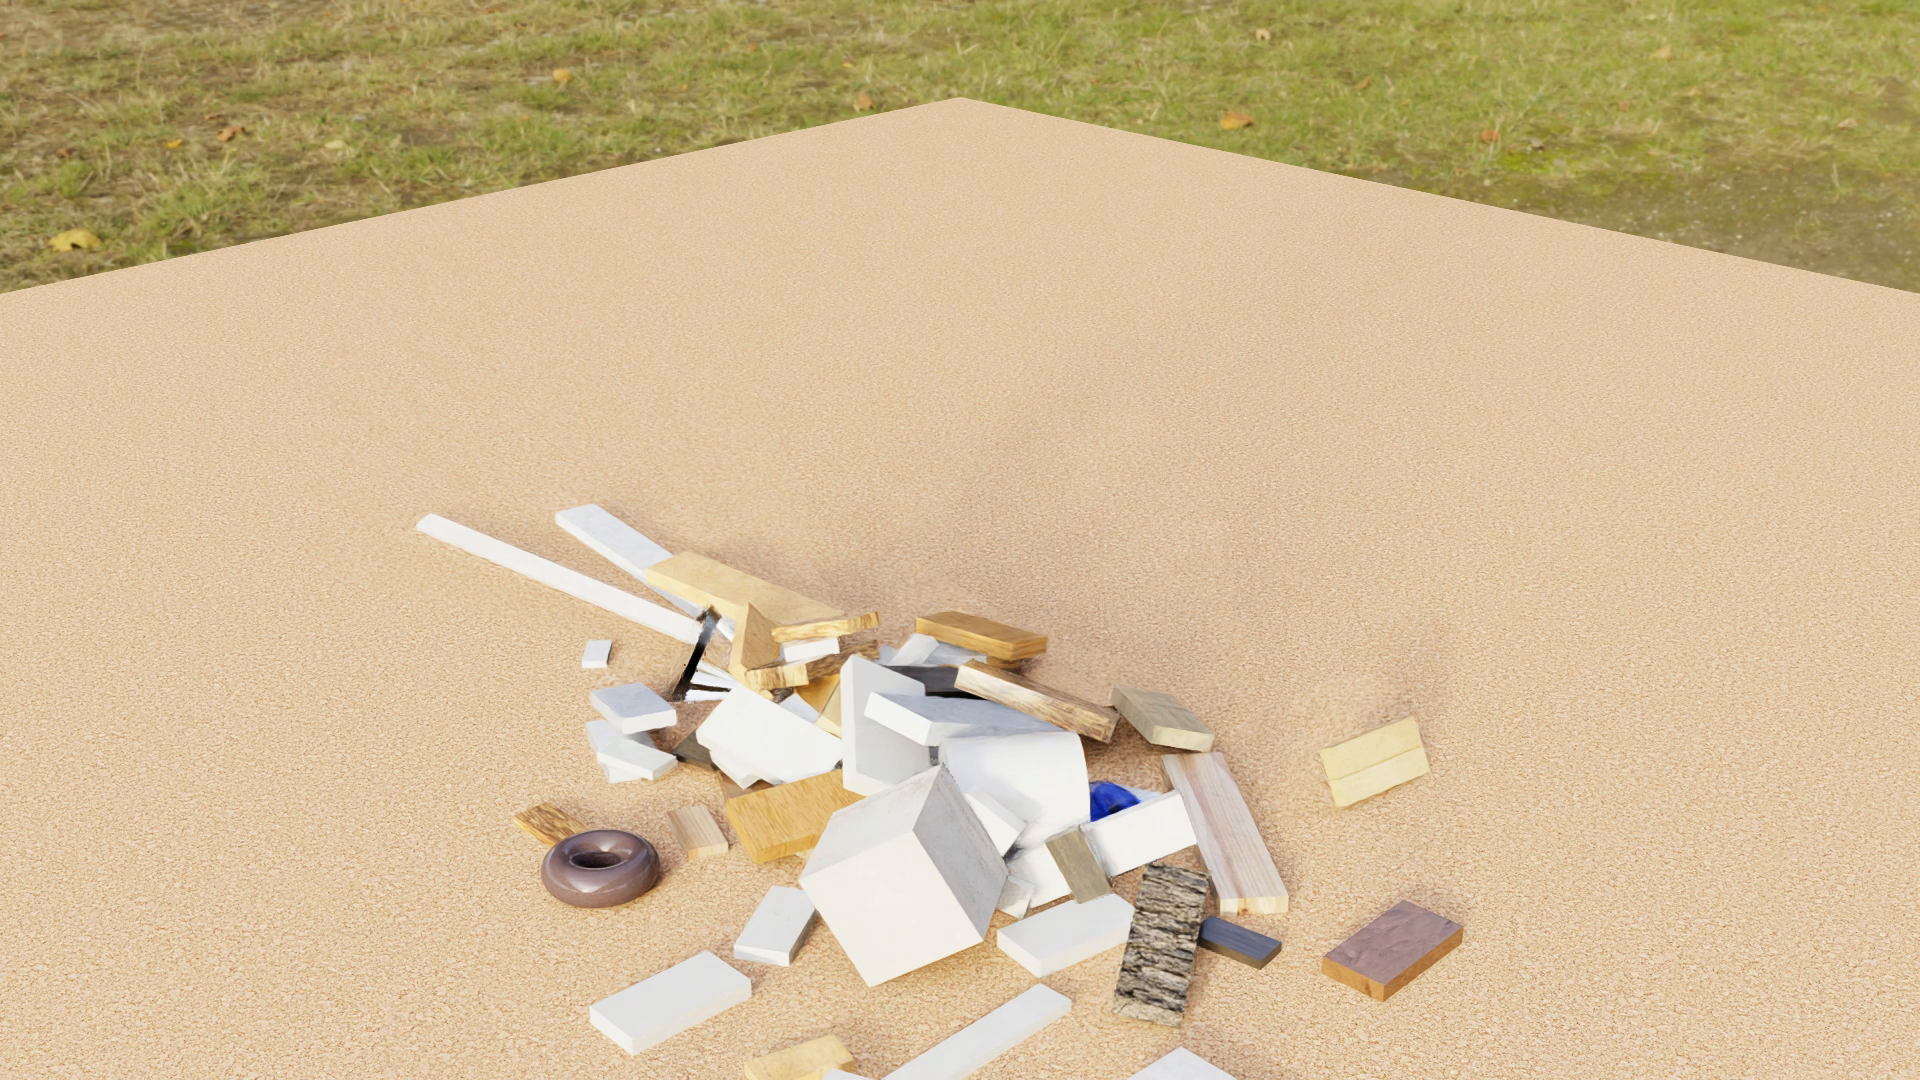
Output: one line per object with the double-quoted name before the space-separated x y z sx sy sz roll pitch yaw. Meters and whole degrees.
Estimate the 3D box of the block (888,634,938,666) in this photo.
"block" -0.127 0.282 4.912 0.170 0.024 0.085 -49 23 -18

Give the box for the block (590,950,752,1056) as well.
"block" -0.502 0.803 3.824 0.252 0.036 0.126 -20 30 -39

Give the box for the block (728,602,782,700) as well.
"block" -0.453 0.250 4.877 0.033 0.117 0.233 -32 28 19

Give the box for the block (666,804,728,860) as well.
"block" -0.523 0.579 4.366 0.080 0.023 0.160 -9 25 -21

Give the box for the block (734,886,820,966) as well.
"block" -0.331 0.710 4.051 0.104 0.029 0.208 6 24 14

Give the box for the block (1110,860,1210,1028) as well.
"block" 0.363 0.718 3.948 0.121 0.034 0.430 11 27 8

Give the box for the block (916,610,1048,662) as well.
"block" 0.048 0.217 5.014 0.273 0.039 0.136 14 14 35

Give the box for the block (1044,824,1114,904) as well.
"block" 0.220 0.599 4.057 0.070 0.140 0.020 -25 15 16

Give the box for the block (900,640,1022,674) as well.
"block" 0.000 0.276 5.062 0.273 0.039 0.136 -1 23 -3

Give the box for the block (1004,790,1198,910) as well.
"block" 0.264 0.581 4.121 0.348 0.104 0.029 -21 14 -2

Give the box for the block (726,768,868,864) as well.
"block" -0.298 0.535 4.302 0.285 0.040 0.143 -13 43 -27

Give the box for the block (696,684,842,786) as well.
"block" -0.379 0.415 4.478 0.285 0.040 0.143 26 56 20

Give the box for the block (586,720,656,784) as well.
"block" -0.714 0.442 4.677 0.114 0.032 0.228 -9 24 -19

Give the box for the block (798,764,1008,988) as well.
"block" -0.097 0.598 3.929 0.240 0.240 0.240 -26 15 21

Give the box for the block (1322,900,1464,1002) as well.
"block" 0.783 0.740 3.971 0.129 0.037 0.258 20 30 39

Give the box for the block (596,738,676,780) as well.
"block" -0.673 0.455 4.578 0.151 0.021 0.076 15 27 31

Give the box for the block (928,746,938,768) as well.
"block" 0.012 0.465 4.544 0.228 0.032 0.114 11 20 -17

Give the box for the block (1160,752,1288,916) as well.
"block" 0.517 0.574 4.362 0.129 0.037 0.563 -3 23 -6

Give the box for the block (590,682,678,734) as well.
"block" -0.710 0.364 4.774 0.117 0.033 0.295 -9 11 -21

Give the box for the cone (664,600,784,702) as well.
"cone" -0.497 0.298 4.915 0.248 0.248 0.248 24 20 -11

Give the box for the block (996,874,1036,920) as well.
"block" -0.037 0.604 4.128 0.370 0.070 0.020 23 29 14

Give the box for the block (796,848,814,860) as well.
"block" -0.246 0.593 4.316 0.130 0.037 0.260 -21 31 -40

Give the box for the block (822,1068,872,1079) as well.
"block" -0.208 0.912 3.527 0.082 0.023 0.165 10 25 22

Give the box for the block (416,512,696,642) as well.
"block" -0.929 0.117 5.421 1.321 0.016 0.056 19 53 38

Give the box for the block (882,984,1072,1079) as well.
"block" -0.044 0.883 3.652 0.075 0.021 0.602 21 31 40

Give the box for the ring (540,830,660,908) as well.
"ring" -0.686 0.625 4.194 0.226 0.075 0.226 0 22 0

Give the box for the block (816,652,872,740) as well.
"block" -0.210 0.336 4.560 0.113 0.032 0.226 35 37 -5

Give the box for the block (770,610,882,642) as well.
"block" -0.299 0.194 4.912 0.226 0.032 0.113 -8 3 37

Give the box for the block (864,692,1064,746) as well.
"block" 0.014 0.372 4.475 0.174 0.049 0.418 23 9 41

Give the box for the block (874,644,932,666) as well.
"block" -0.133 0.299 4.958 0.170 0.024 0.085 21 63 37

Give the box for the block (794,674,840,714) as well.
"block" -0.221 0.400 4.656 0.157 0.044 0.314 -13 40 -22

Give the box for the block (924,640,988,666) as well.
"block" -0.024 0.257 5.026 0.170 0.024 0.085 0 23 -1

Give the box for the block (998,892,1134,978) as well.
"block" 0.207 0.716 4.026 0.252 0.036 0.126 -16 28 -33

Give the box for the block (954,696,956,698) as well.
"block" 0.055 0.389 4.723 0.151 0.021 0.076 20 27 -18

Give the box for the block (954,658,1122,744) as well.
"block" 0.169 0.342 4.701 0.347 0.049 0.174 20 4 7

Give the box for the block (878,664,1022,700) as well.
"block" -0.018 0.318 4.802 0.378 0.032 0.112 4 25 -31

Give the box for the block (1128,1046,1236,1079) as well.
"block" 0.409 0.917 3.554 0.129 0.037 0.258 -20 30 -39

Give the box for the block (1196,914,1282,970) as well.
"block" 0.501 0.733 4.006 0.149 0.021 0.075 16 28 34

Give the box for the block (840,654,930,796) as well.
"block" -0.151 0.392 4.448 0.174 0.049 0.347 24 33 -21

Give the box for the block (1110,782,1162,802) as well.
"block" 0.351 0.531 4.484 0.140 0.020 0.070 10 25 22

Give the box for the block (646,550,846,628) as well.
"block" -0.523 0.138 5.302 0.551 0.040 0.143 19 30 38

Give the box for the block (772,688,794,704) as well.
"block" -0.411 0.368 4.824 0.016 0.056 0.112 42 32 4

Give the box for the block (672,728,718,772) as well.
"block" -0.535 0.441 4.616 0.151 0.021 0.076 8 46 50

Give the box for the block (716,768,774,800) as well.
"block" -0.433 0.490 4.560 0.130 0.037 0.260 -6 24 -14

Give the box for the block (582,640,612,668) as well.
"block" -0.844 0.265 5.117 0.056 0.016 0.112 -1 23 -1

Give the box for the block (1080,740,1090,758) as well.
"block" 0.163 0.444 4.608 0.112 0.032 0.223 20 17 34

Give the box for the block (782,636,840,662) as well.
"block" -0.333 0.236 4.864 0.117 0.033 0.233 -11 3 -6

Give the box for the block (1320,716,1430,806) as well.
"block" 0.857 0.455 4.533 0.241 0.121 0.034 -16 -2 -33

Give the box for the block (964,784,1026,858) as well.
"block" 0.010 0.574 4.062 0.121 0.241 0.034 37 31 6

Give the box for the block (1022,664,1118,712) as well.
"block" 0.240 0.347 4.903 0.114 0.032 0.228 -13 26 -28

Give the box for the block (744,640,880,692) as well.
"block" -0.322 0.275 4.826 0.157 0.044 0.314 -9 3 28

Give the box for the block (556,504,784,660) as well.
"block" -0.684 0.114 5.450 0.113 0.032 1.176 -16 28 -33

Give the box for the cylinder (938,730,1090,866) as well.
"cylinder" 0.101 0.504 4.241 0.259 0.259 0.259 -3 23 -7

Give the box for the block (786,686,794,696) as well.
"block" -0.278 0.373 4.825 0.157 0.044 0.314 -5 24 -12

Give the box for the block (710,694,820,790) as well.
"block" -0.392 0.414 4.539 0.223 0.032 0.112 -34 46 -24

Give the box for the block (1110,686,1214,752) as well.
"block" 0.431 0.382 4.719 0.136 0.039 0.273 10 12 -17

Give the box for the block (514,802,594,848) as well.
"block" -0.808 0.573 4.380 0.160 0.023 0.080 21 31 40

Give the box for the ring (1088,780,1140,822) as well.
"ring" 0.305 0.548 4.318 0.184 0.061 0.184 27 26 -14

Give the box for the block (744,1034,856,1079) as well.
"block" -0.267 0.877 3.663 0.165 0.023 0.082 -12 26 -26
